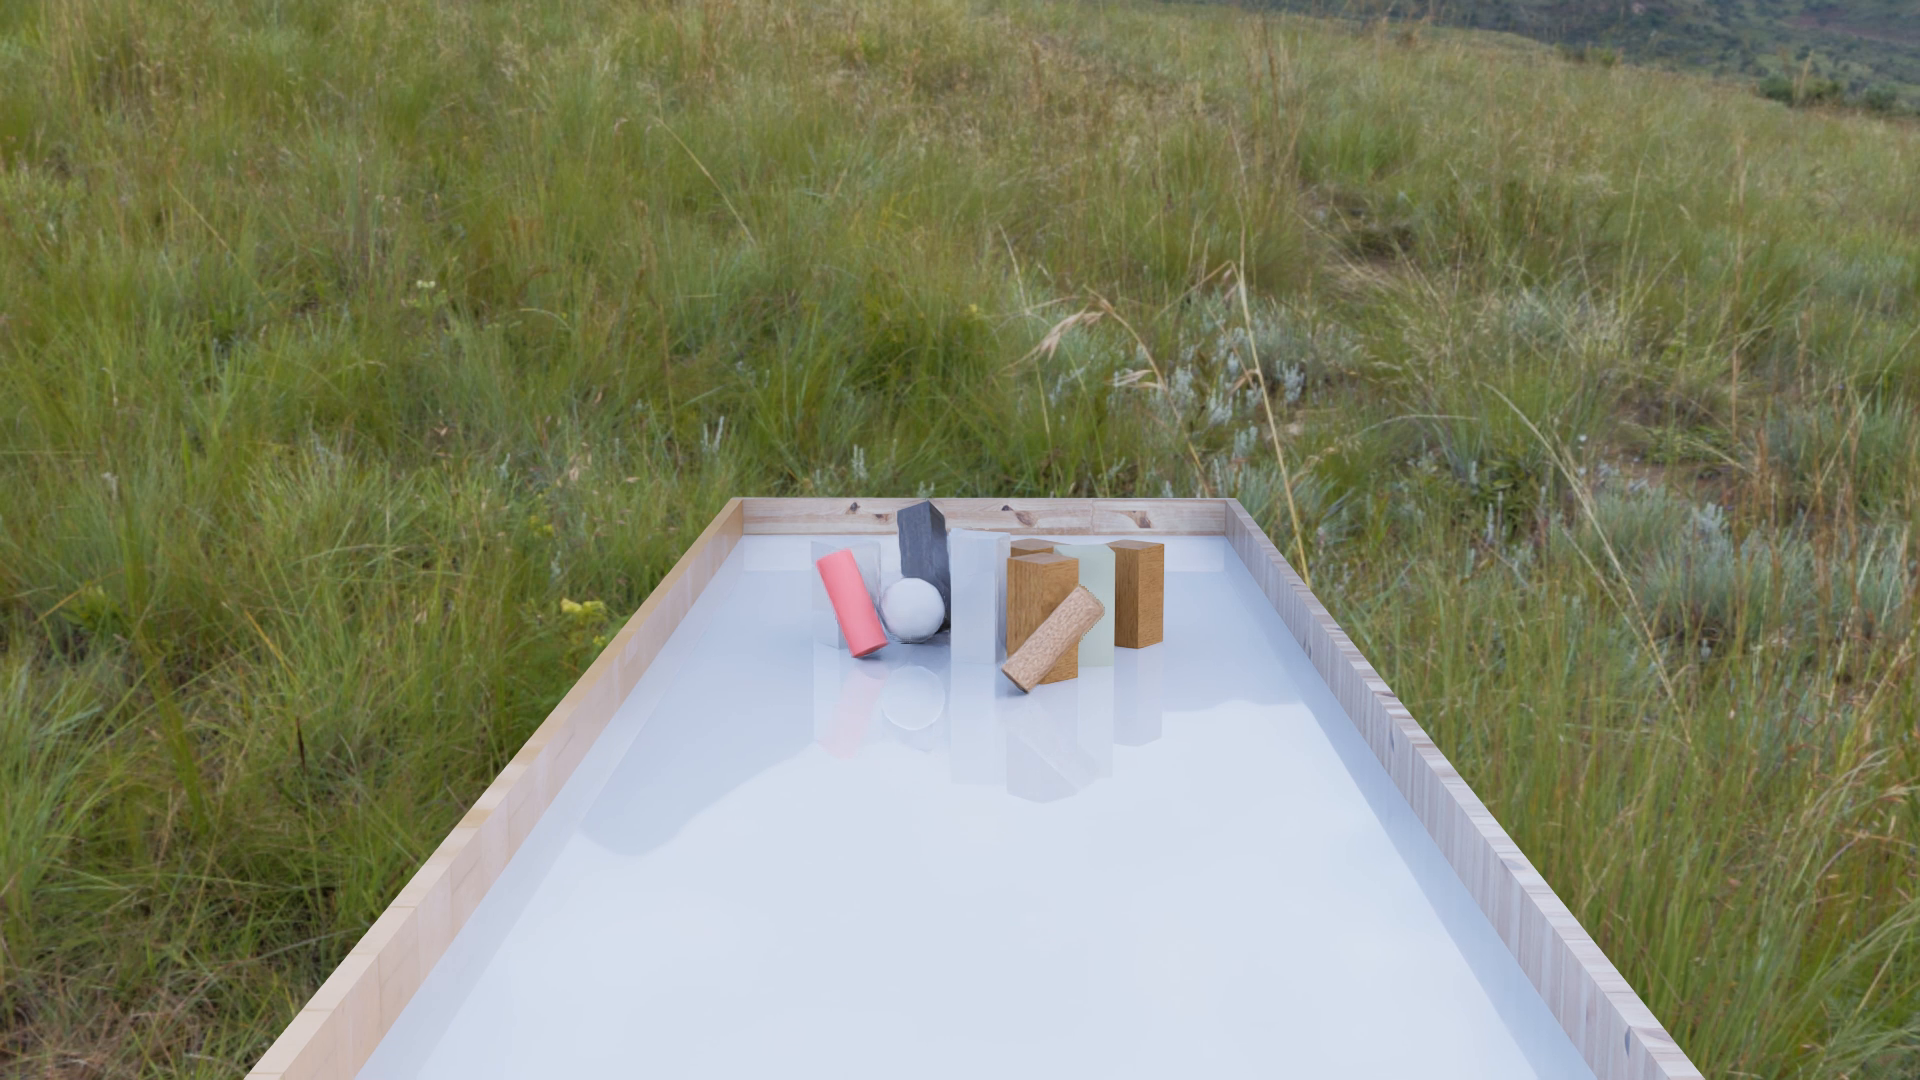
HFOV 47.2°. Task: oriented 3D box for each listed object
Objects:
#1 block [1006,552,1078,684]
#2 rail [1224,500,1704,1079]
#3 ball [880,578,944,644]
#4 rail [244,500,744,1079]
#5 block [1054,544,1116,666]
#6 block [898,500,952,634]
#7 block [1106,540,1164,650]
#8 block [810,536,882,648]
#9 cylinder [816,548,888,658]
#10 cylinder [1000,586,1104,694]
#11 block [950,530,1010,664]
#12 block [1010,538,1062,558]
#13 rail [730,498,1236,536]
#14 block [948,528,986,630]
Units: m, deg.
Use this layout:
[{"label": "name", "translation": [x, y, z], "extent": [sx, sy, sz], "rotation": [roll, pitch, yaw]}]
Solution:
[{"label": "block", "translation": [0.241, 0.228, 6.436], "extent": [0.148, 0.354, 0.148], "rotation": [-8, 12, -42]}, {"label": "rail", "translation": [1.046, 0.843, 3.208], "extent": [0.050, 0.150, 12.000], "rotation": [0, 9, 1]}, {"label": "ball", "translation": [-0.147, 0.217, 6.767], "extent": [0.200, 0.200, 0.200], "rotation": [0, 9, 0]}, {"label": "rail", "translation": [-1.004, 0.839, 3.234], "extent": [0.050, 0.150, 12.000], "rotation": [0, 9, 1]}, {"label": "block", "translation": [0.374, 0.197, 6.658], "extent": [0.161, 0.346, 0.161], "rotation": [-1, 9, -7]}, {"label": "block", "translation": [-0.110, 0.092, 7.077], "extent": [0.117, 0.415, 0.117], "rotation": [-18, -32, 20]}, {"label": "block", "translation": [0.539, 0.169, 6.938], "extent": [0.151, 0.315, 0.151], "rotation": [7, 11, 36]}, {"label": "block", "translation": [-0.359, 0.163, 6.947], "extent": [0.158, 0.320, 0.158], "rotation": [-6, 10, -33]}, {"label": "cylinder", "translation": [-0.330, 0.193, 6.737], "extent": [0.115, 0.313, 0.115], "rotation": [-22, -10, -4]}, {"label": "cylinder", "translation": [0.263, 0.285, 6.263], "extent": [0.321, 0.105, 0.105], "rotation": [-47, 21, -9]}, {"label": "block", "translation": [0.063, 0.173, 6.693], "extent": [0.141, 0.383, 0.141], "rotation": [3, 10, 20]}, {"label": "block", "translation": [0.225, 0.170, 6.925], "extent": [0.178, 0.317, 0.178], "rotation": [-8, 12, -42]}, {"label": "rail", "translation": [0.099, -0.098, 9.147], "extent": [2.100, 0.150, 0.050], "rotation": [0, 9, 1]}, {"label": "block", "translation": [0.006, 0.130, 7.179], "extent": [0.134, 0.306, 0.134], "rotation": [5, -32, 29]}]
